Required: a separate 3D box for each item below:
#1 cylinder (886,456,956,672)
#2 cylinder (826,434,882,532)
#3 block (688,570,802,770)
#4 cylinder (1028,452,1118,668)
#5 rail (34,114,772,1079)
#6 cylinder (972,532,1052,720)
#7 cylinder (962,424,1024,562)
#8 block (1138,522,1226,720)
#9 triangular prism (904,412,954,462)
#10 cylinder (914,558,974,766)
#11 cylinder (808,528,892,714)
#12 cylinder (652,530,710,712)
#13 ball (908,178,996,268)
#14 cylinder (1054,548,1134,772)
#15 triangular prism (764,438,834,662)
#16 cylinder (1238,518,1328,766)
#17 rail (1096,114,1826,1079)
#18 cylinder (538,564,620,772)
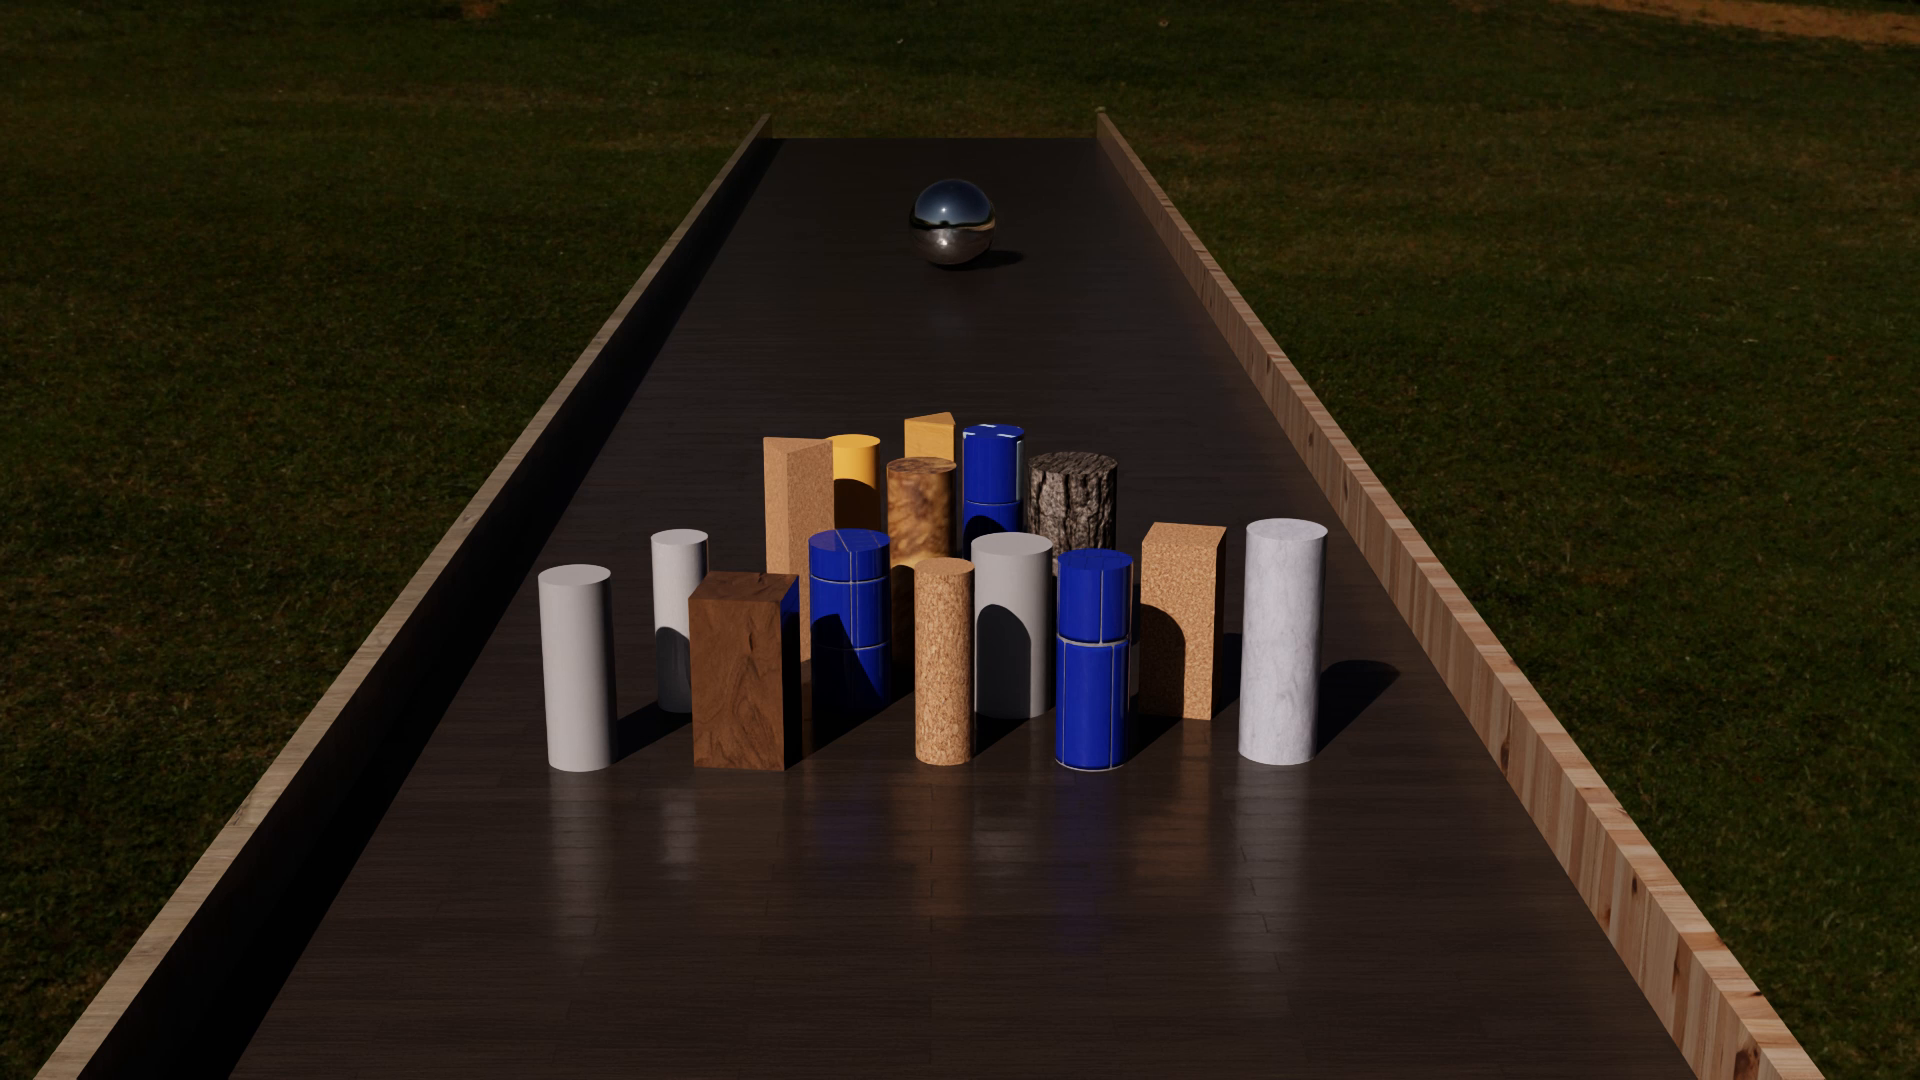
[{"bbox_3d":[-0.075,0.048,4.357,0.137,0.404,0.137,0,17,0],"label":"cylinder"},{"bbox_3d":[-0.224,-0.018,4.605,0.118,0.389,0.118,0,17,0],"label":"cylinder"},{"bbox_3d":[-0.379,0.231,3.905,0.162,0.311,0.162,2,17,7],"label":"block"},{"bbox_3d":[0.221,0.040,4.387,0.177,0.401,0.177,0,17,0],"label":"cylinder"},{"bbox_3d":[-1.118,-0.838,7.780,0.050,0.150,12.000,0,17,-1],"label":"rail"},{"bbox_3d":[0.096,0.160,4.129,0.152,0.319,0.152,0,17,0],"label":"cylinder"},{"bbox_3d":[0.070,-0.034,4.636,0.129,0.401,0.129,0,17,0],"label":"cylinder"},{"bbox_3d":[0.418,0.151,4.130,0.137,0.336,0.137,4,17,14],"label":"block"},{"bbox_3d":[-0.046,-0.096,4.909,0.121,0.366,0.105,7,18,22],"label":"triangular prism"},{"bbox_3d":[-0.027,0.215,3.887,0.105,0.353,0.105,0,17,0],"label":"cylinder"},{"bbox_3d":[-0.206,0.153,4.151,0.154,0.320,0.154,0,17,0],"label":"cylinder"},{"bbox_3d":[-0.522,0.152,4.137,0.106,0.329,0.106,0,17,0],"label":"cylinder"},{"bbox_3d":[-0.030,-1.283,8.914,0.358,0.358,0.358,0,17,0],"label":"ball"},{"bbox_3d":[0.235,0.211,3.870,0.131,0.370,0.131,0,17,0],"label":"cylinder"},{"bbox_3d":[-0.343,0.015,4.409,0.121,0.436,0.139,13,21,37],"label":"triangular prism"},{"bbox_3d":[0.571,0.180,3.897,0.141,0.414,0.141,0,17,0],"label":"cylinder"},{"bbox_3d":[0.932,-0.844,7.801,0.050,0.150,12.000,0,17,-1],"label":"rail"},{"bbox_3d":[-0.670,0.225,3.870,0.125,0.343,0.125,0,17,0],"label":"cylinder"}]
